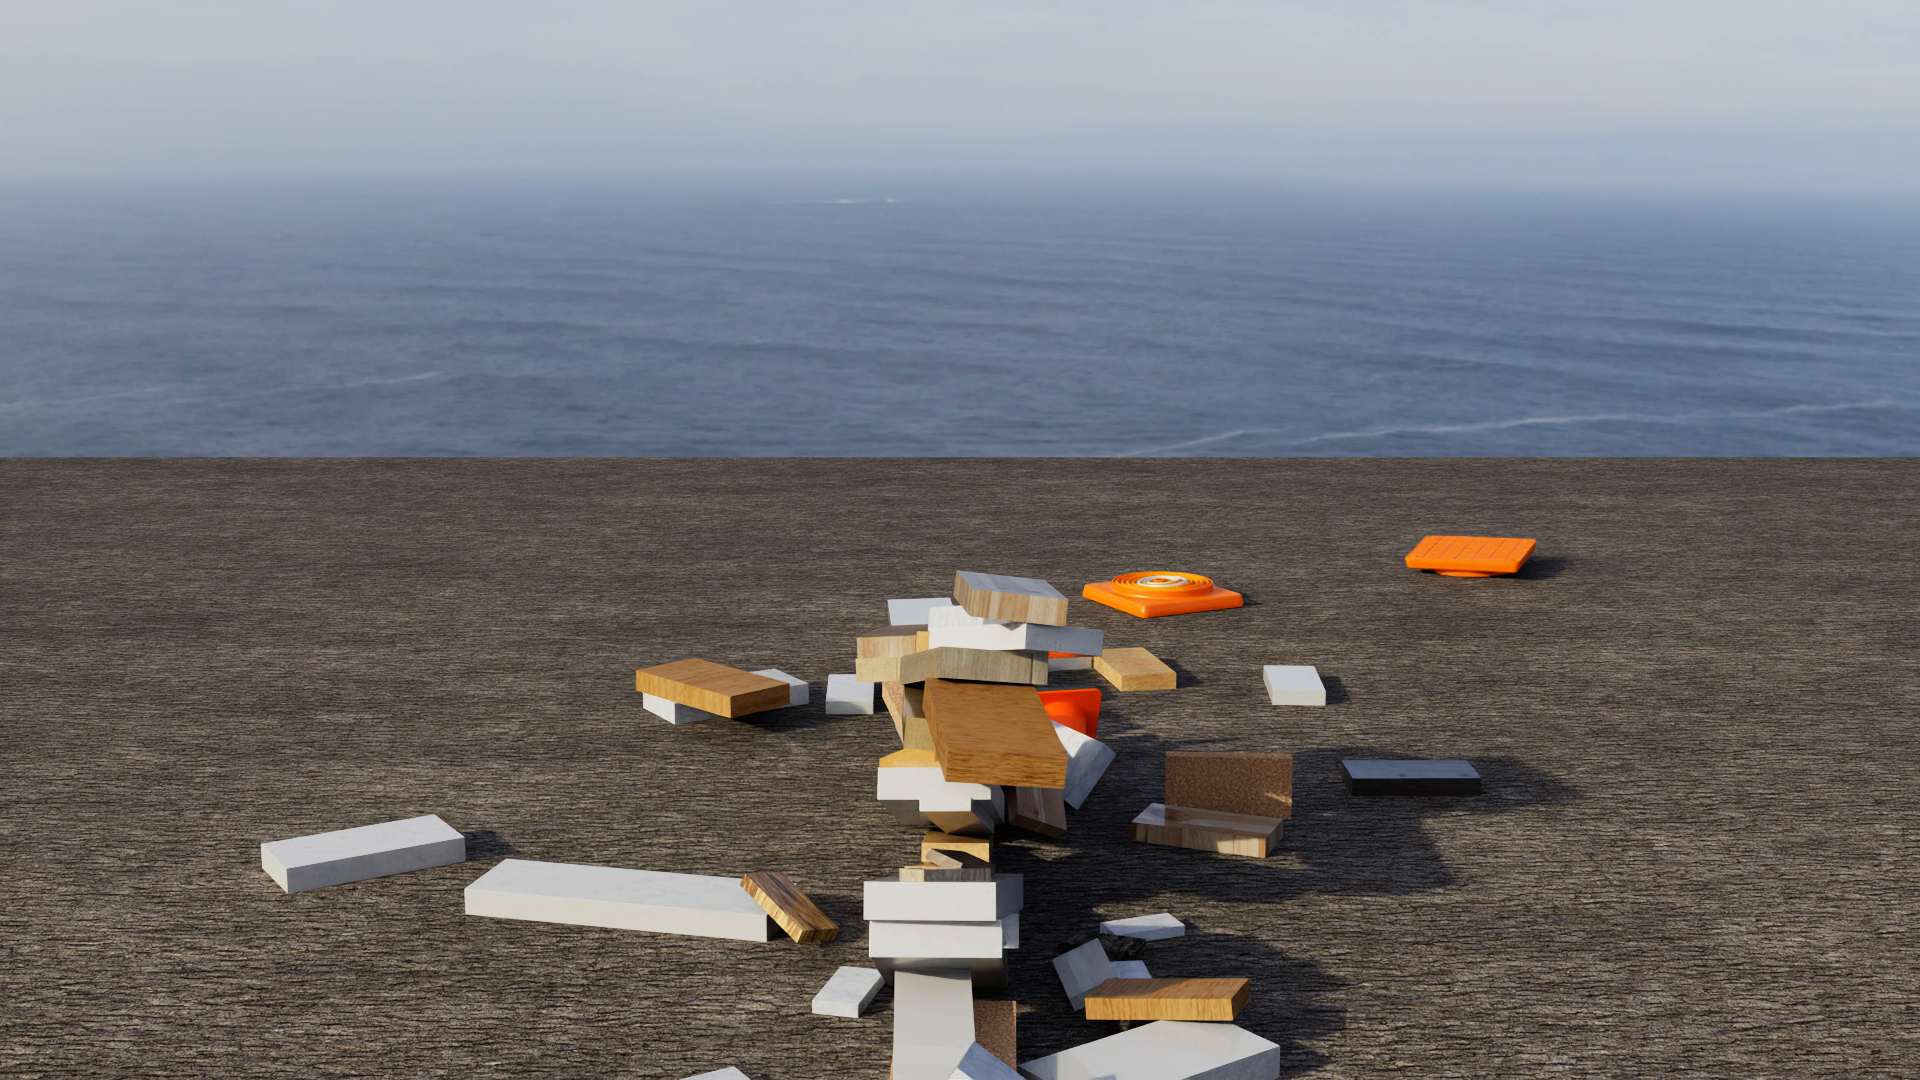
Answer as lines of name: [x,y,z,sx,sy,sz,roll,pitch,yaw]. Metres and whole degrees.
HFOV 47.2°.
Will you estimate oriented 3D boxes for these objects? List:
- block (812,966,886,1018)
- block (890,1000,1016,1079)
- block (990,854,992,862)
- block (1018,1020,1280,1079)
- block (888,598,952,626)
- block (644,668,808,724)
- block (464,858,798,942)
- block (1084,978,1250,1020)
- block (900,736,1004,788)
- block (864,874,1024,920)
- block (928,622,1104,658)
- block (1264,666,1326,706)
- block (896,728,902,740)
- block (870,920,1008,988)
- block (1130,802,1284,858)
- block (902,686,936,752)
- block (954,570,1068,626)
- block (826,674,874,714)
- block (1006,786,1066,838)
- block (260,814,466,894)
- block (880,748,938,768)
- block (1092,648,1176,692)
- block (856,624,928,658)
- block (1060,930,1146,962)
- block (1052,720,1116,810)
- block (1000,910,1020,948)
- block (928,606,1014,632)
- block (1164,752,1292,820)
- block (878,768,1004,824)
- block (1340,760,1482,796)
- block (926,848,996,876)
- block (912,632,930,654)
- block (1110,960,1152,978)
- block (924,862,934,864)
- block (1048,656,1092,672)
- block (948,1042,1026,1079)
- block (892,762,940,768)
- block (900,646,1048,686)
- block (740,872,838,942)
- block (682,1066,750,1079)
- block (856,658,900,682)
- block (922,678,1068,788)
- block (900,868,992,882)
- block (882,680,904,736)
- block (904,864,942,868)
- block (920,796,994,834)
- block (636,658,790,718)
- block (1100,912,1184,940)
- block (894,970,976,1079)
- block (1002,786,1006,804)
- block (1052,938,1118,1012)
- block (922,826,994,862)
block: [-0.162,0.662,3.227,0.069,0.020,0.138,3,11,14]
block: [-0.014,0.758,2.551,0.161,0.046,0.966,1,12,1]
block: [0.000,0.533,3.745,0.106,0.030,0.212,0,-4,2]
block: [0.252,0.706,2.920,0.321,0.046,0.161,-8,13,-36]
block: [-0.082,0.230,5.289,0.163,0.046,0.944,-2,7,-3]
block: [-0.517,0.344,4.866,0.326,0.046,0.163,-7,12,-32]
block: [-0.534,0.584,3.580,0.515,0.044,0.154,3,11,14]
block: [0.291,0.643,3.082,0.210,0.030,0.105,-4,3,21]
block: [-0.022,0.380,4.231,0.168,0.048,0.336,-1,21,-9]
block: [-0.017,0.501,3.100,0.177,0.050,0.355,-1,-7,7]
block: [0.090,0.170,3.669,0.150,0.043,0.301,7,-8,-31]
block: [0.757,0.329,4.986,0.116,0.033,0.232,0,11,3]
block: [-0.026,0.404,4.534,0.175,0.050,0.350,-2,11,-8]
block: [-0.025,0.586,3.104,0.177,0.050,0.355,0,-18,3]
block: [0.444,0.520,3.949,0.247,0.035,0.123,4,11,22]
block: [-0.007,0.303,3.742,0.179,0.051,0.421,5,4,-2]
block: [0.081,0.095,3.651,0.154,0.044,0.309,6,4,-5]
block: [-0.244,0.344,4.914,0.103,0.029,0.241,0,11,-2]
block: [0.134,0.437,3.994,0.103,0.029,0.207,21,40,-24]
block: [-1.033,0.542,3.810,0.309,0.044,0.154,-7,12,-32]
block: [-0.012,0.394,3.864,0.172,0.049,0.344,4,-13,-17]
block: [0.402,0.300,5.128,0.130,0.037,0.259,-2,11,-12]
block: [-0.113,0.221,4.828,0.168,0.048,0.336,-3,2,8]
block: [0.223,0.629,3.410,0.120,0.017,0.060,4,11,20]
block: [0.184,0.423,4.233,0.037,0.130,0.259,41,-11,-28]
block: [0.002,0.577,3.397,0.177,0.050,0.355,0,-2,1]
block: [0.062,0.143,3.878,0.150,0.043,0.301,5,-5,-18]
block: [0.497,0.455,4.078,0.232,0.116,0.033,1,11,4]
block: [-0.025,0.409,3.495,0.172,0.049,0.344,-1,-14,5]
block: [0.873,0.461,4.267,0.247,0.035,0.123,0,11,0]
block: [0.002,0.457,3.119,0.057,0.016,0.113,21,0,27]
block: [-0.012,0.227,4.040,0.150,0.043,0.301,2,-16,-4]
block: [0.246,0.659,3.237,0.077,0.022,0.154,-1,11,-7]
block: [-0.003,0.547,3.597,0.106,0.030,0.212,0,-13,1]
block: [0.205,0.267,5.307,0.130,0.037,0.259,-4,11,-21]
block: [0.084,0.699,2.673,0.210,0.030,0.105,35,11,7]
block: [-0.020,0.440,3.847,0.172,0.049,0.474,0,-12,1]
block: [0.018,0.221,3.742,0.179,0.051,0.357,5,-7,-12]
block: [-0.270,0.579,3.475,0.079,0.022,0.158,7,22,-47]
block: [-0.252,0.742,2.788,0.079,0.022,0.316,-7,12,-31]
block: [-0.102,0.268,4.571,0.168,0.048,0.336,-3,-4,8]
block: [0.049,0.297,3.420,0.179,0.051,0.357,4,13,-8]
block: [-0.020,0.456,3.003,0.113,0.016,0.057,5,-8,-36]
block: [-0.058,0.349,4.195,0.116,0.033,0.334,-3,21,-13]
block: [-0.034,0.472,3.132,0.057,0.016,0.113,-2,-7,18]
block: [-0.002,0.431,3.435,0.077,0.022,0.316,-1,-14,7]
block: [-0.536,0.318,4.755,0.163,0.046,0.326,-10,15,-44]
block: [0.289,0.616,3.483,0.120,0.017,0.060,-4,11,-21]
block: [-0.031,0.676,2.750,0.105,0.030,0.615,0,12,-1]
block: [-0.001,0.410,4.294,0.175,0.050,0.350,1,21,-1]
block: [0.187,0.641,3.251,0.077,0.022,0.154,-25,12,-2]
block: [-0.002,0.495,3.577,0.106,0.030,0.212,0,-1,3]
